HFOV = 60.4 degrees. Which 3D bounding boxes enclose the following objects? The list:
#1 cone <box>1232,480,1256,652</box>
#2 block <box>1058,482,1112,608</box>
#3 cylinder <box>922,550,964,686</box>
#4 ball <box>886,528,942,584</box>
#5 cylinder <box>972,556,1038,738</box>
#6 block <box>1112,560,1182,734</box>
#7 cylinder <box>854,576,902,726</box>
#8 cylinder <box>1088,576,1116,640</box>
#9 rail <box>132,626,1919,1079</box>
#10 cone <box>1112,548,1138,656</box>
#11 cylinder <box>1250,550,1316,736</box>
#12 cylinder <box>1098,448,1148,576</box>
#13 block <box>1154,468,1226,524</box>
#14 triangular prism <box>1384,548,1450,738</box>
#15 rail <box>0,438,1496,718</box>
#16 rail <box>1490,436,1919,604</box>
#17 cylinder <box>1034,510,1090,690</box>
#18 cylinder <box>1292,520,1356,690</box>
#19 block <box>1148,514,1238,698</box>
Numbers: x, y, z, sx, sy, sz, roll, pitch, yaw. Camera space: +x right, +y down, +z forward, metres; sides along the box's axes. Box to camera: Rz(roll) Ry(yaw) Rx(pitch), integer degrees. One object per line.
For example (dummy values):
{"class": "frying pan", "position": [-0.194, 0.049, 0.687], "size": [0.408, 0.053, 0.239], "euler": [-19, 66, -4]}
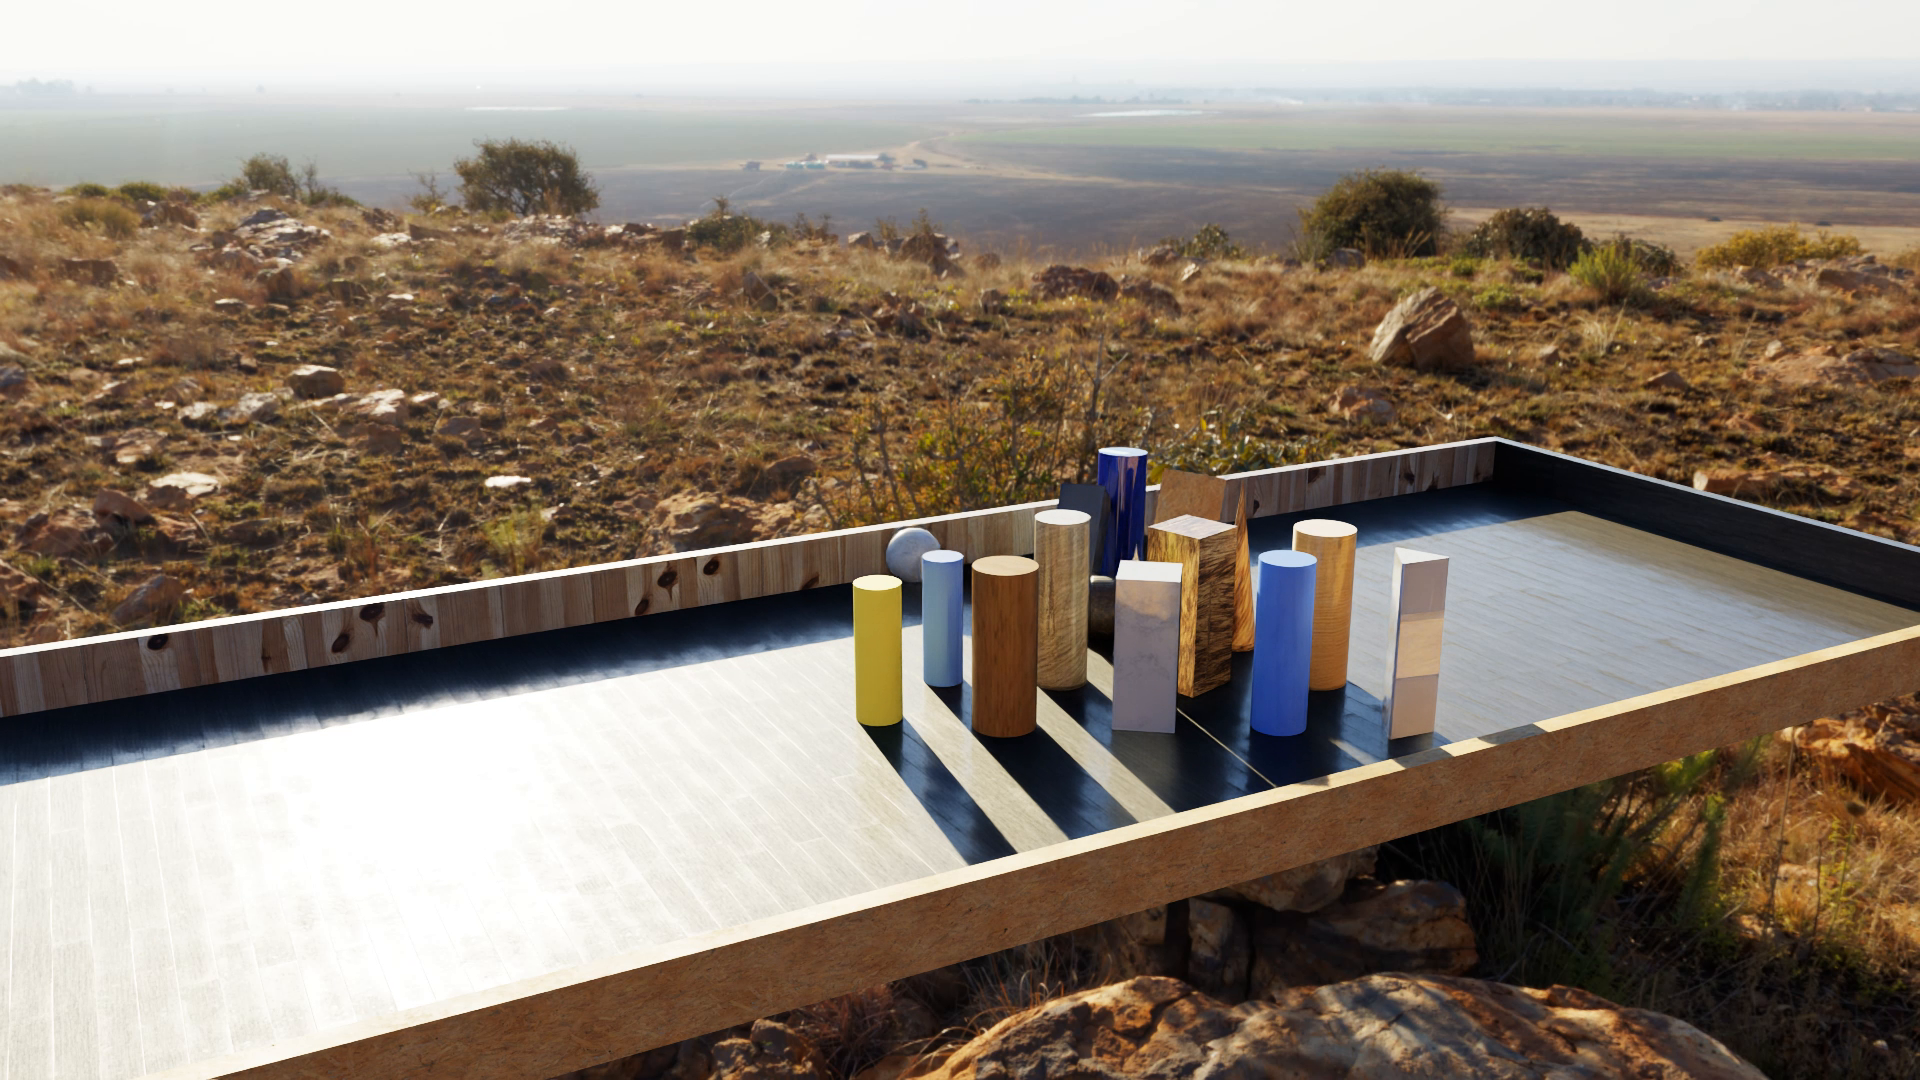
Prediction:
{"class": "cone", "position": [0.735, 0.059, 4.343], "size": [0.115, 0.457, 0.115], "euler": [0, 16, 0]}
{"class": "block", "position": [0.338, 0.016, 4.701], "size": [0.127, 0.328, 0.127], "euler": [5, -20, 16]}
{"class": "cylinder", "position": [-0.043, 0.196, 4.112], "size": [0.101, 0.325, 0.101], "euler": [0, 16, 0]}
{"class": "ball", "position": [-0.136, 0.045, 4.907], "size": [0.165, 0.165, 0.165], "euler": [0, 16, 0]}
{"class": "cylinder", "position": [0.104, 0.246, 3.823], "size": [0.153, 0.392, 0.153], "euler": [0, 16, 0]}
{"class": "block", "position": [0.438, 0.248, 3.856], "size": [0.146, 0.368, 0.146], "euler": [3, 17, 9]}
{"class": "cylinder", "position": [-0.192, 0.260, 3.875], "size": [0.113, 0.336, 0.113], "euler": [0, 16, 0]}
{"class": "cylinder", "position": [0.511, 0.187, 4.414], "size": [0.323, 0.171, 0.171], "euler": [2, 16, 7]}
{"class": "rail", "position": [-2.336, 1.006, 1.665], "size": [12.000, 0.150, 0.050], "euler": [-9, 18, -27]}
{"class": "cone", "position": [0.453, 0.156, 4.281], "size": [0.105, 0.307, 0.105], "euler": [0, 16, 0]}
{"class": "cylinder", "position": [0.747, 0.238, 3.817], "size": [0.130, 0.410, 0.130], "euler": [0, 16, 0]}
{"class": "cylinder", "position": [0.473, -0.067, 4.871], "size": [0.144, 0.393, 0.144], "euler": [1, 13, 0]}
{"class": "block", "position": [0.624, 0.006, 4.609], "size": [0.133, 0.386, 0.133], "euler": [11, 2, 32]}
{"class": "triangular prism", "position": [1.026, 0.234, 3.808], "size": [0.126, 0.423, 0.109], "euler": [-7, 18, -22]}
{"class": "rail", "position": [-3.305, 0.497, 3.399], "size": [12.000, 0.150, 0.050], "euler": [-9, 18, -27]}
{"class": "rail", "position": [2.466, -0.048, 5.253], "size": [0.050, 0.150, 2.100], "euler": [-9, 18, -27]}
{"class": "cylinder", "position": [0.251, 0.149, 4.090], "size": [0.136, 0.427, 0.136], "euler": [0, 16, 0]}
{"class": "cylinder", "position": [0.896, 0.161, 4.102], "size": [0.152, 0.397, 0.152], "euler": [0, 16, 0]}
{"class": "block", "position": [0.570, 0.161, 4.089], "size": [0.155, 0.405, 0.155], "euler": [15, 22, 42]}
